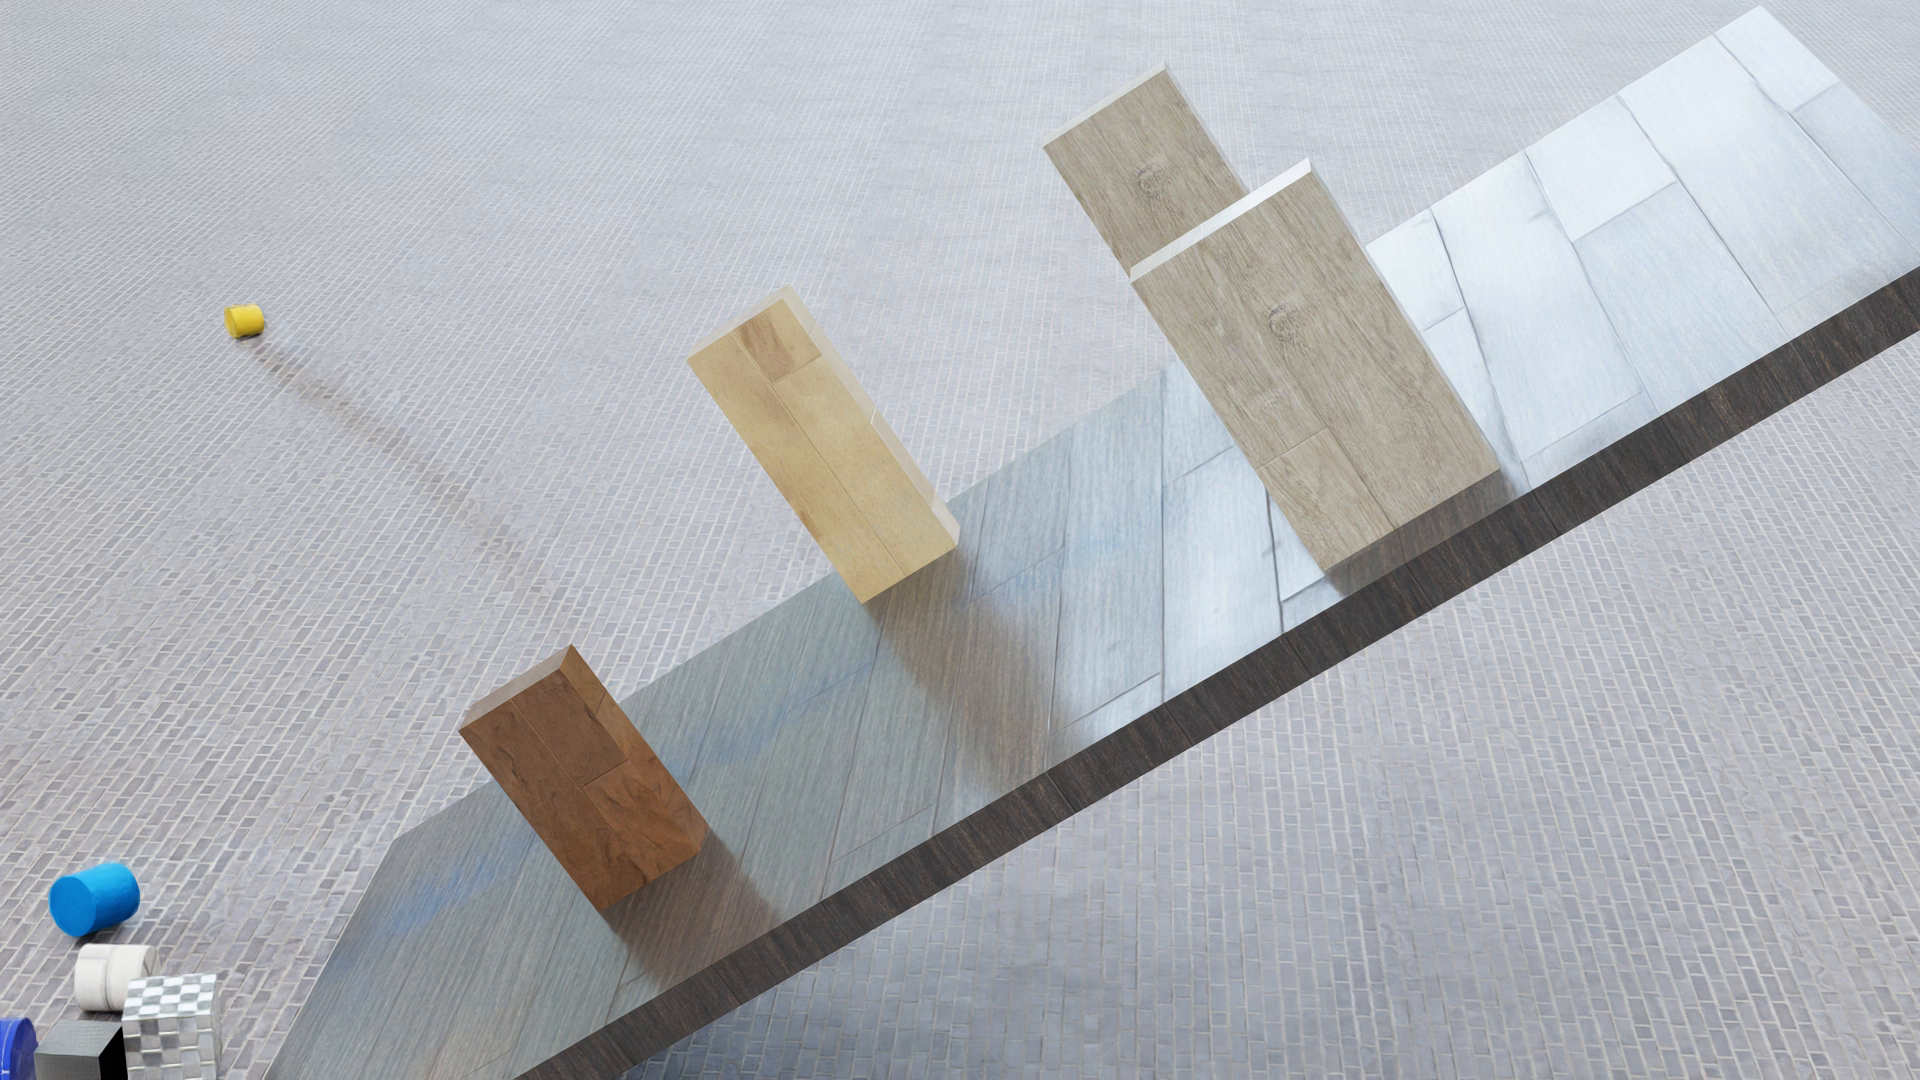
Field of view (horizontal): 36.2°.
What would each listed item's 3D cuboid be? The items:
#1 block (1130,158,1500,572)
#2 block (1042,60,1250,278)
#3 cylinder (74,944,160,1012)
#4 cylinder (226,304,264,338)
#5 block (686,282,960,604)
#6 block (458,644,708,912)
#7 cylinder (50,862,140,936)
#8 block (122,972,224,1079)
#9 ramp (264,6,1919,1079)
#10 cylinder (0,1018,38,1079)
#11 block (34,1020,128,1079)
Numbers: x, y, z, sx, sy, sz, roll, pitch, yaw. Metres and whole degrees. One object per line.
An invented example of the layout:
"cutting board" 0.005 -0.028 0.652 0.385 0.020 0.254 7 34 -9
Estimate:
"block" 0.635 -0.308 5.259 0.371 0.645 0.103 -31 16 14
"block" 0.510 -0.631 6.323 0.306 0.742 0.097 -31 16 14
"cylinder" -2.012 1.047 7.029 0.158 0.158 0.158 1 21 2
"cylinder" -2.992 -0.916 12.303 0.120 0.120 0.120 -13 24 -31
"block" -0.315 -0.223 6.895 0.274 0.717 0.131 -31 16 14
"block" -0.783 0.498 6.138 0.263 0.492 0.133 -31 16 14
"cylinder" -2.173 0.901 7.385 0.155 0.155 0.155 11 13 26
"block" -1.805 1.132 6.752 0.193 0.193 0.193 -3 21 -8
"ramp" 0.138 0.171 6.298 4.000 0.100 2.000 -31 16 14
"cylinder" -2.208 1.178 6.614 0.205 0.205 0.205 0 21 0
"block" -1.985 1.192 6.652 0.151 0.151 0.151 2 21 6
